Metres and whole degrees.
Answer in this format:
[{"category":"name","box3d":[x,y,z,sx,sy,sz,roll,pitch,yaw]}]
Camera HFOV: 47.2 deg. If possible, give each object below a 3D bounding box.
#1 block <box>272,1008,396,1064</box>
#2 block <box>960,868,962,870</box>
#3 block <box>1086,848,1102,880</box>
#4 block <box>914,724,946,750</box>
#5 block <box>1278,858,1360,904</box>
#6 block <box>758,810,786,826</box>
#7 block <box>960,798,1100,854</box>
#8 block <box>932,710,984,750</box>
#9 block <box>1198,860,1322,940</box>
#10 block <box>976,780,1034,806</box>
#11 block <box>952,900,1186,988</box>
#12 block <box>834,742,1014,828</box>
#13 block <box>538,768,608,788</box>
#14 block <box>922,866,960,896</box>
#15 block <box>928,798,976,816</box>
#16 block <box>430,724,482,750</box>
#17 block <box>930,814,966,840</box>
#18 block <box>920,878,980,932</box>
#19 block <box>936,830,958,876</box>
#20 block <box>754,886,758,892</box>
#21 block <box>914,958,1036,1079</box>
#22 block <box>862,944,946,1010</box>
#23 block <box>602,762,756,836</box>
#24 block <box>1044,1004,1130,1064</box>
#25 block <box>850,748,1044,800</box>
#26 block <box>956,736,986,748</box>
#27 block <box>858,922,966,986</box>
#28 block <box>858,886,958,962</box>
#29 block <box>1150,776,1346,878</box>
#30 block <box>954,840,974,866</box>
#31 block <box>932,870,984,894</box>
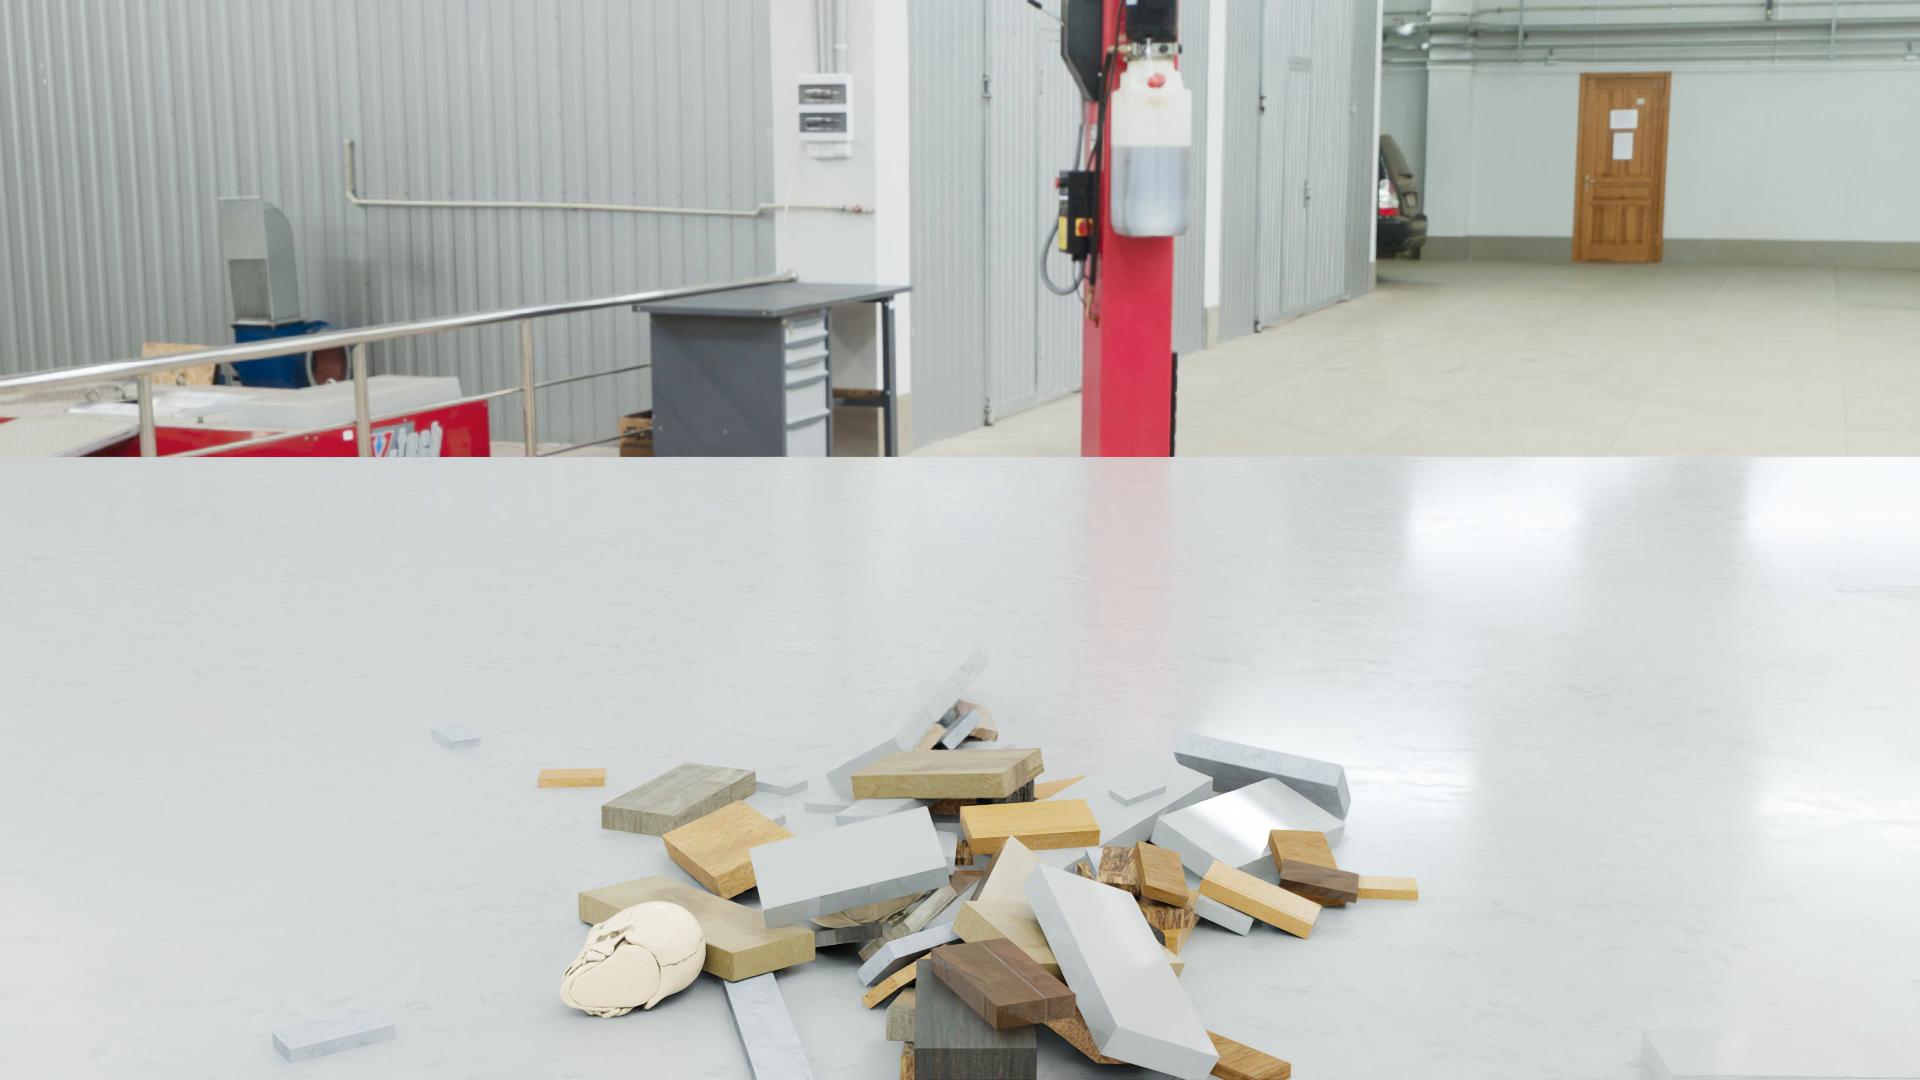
[{"category":"block","box3d":[-0.874,0.691,3.068,0.148,0.021,0.074,-7,13,-34]},{"category":"block","box3d":[-0.047,0.566,3.680,0.050,0.014,0.101,6,13,32]},{"category":"block","box3d":[0.248,0.533,3.587,0.067,0.019,0.134,-1,11,-5]},{"category":"block","box3d":[-0.084,0.413,4.165,0.025,0.088,0.175,38,20,3]},{"category":"block","box3d":[0.589,0.559,3.606,0.126,0.018,0.063,11,25,8]},{"category":"block","box3d":[-0.379,0.519,4.001,0.062,0.018,0.124,6,12,30]},{"category":"block","box3d":[0.118,0.487,3.738,0.219,0.031,0.109,-2,23,-11]},{"category":"block","box3d":[-0.009,0.374,4.242,0.088,0.025,0.176,-45,0,-13]},{"category":"block","box3d":[0.480,0.575,3.521,0.185,0.026,0.093,22,16,13]},{"category":"block","box3d":[0.084,0.473,4.006,0.030,0.108,0.215,4,11,22]},{"category":"block","box3d":[0.160,0.590,3.189,0.329,0.047,0.165,11,16,-46]},{"category":"block","box3d":[-0.057,0.448,4.024,0.104,0.030,0.454,-4,10,33]},{"category":"block","box3d":[-0.756,0.464,4.295,0.128,0.018,0.064,-1,11,-5]},{"category":"block","box3d":[-0.020,0.569,3.628,0.050,0.014,0.101,26,22,28]},{"category":"block","box3d":[0.019,0.465,4.090,0.108,0.030,0.215,2,11,12]},{"category":"block","box3d":[-1.052,0.410,4.588,0.062,0.018,0.124,-7,13,-33]},{"category":"block","box3d":[-0.007,0.503,4.052,0.108,0.030,0.215,1,11,5]},{"category":"block","box3d":[-0.022,0.590,3.444,0.096,0.027,0.192,-38,-5,23]},{"category":"block","box3d":[-0.059,0.519,3.685,0.104,0.030,0.209,7,3,1]},{"category":"block","box3d":[-0.220,0.550,3.774,0.286,0.041,0.143,-2,11,-12]},{"category":"block","box3d":[0.017,0.605,2.788,0.147,0.042,0.294,0,10,-1]},{"category":"block","box3d":[-0.077,0.640,3.227,0.072,0.020,0.143,-41,-13,32]},{"category":"block","box3d":[-0.523,0.485,4.117,0.153,0.043,0.305,5,11,23]},{"category":"block","box3d":[0.166,0.661,3.043,0.107,0.030,0.214,13,9,-39]},{"category":"block","box3d":[-0.023,0.418,3.935,0.308,0.044,0.154,-4,10,30]},{"category":"block","box3d":[0.003,0.411,4.444,0.070,0.020,0.140,-6,12,-28]},{"category":"block","box3d":[-0.052,0.615,3.305,0.192,0.027,0.096,-9,-28,-41]},{"category":"block","box3d":[-0.079,0.595,3.417,0.096,0.027,0.192,-38,-4,22]},{"category":"block","box3d":[0.505,0.509,3.831,0.335,0.047,0.167,-11,34,-45]},{"category":"block","box3d":[0.001,0.548,3.856,0.047,0.013,0.094,0,11,1]},{"category":"block","box3d":[0.021,0.569,3.606,0.143,0.020,0.072,5,22,-26]}]
